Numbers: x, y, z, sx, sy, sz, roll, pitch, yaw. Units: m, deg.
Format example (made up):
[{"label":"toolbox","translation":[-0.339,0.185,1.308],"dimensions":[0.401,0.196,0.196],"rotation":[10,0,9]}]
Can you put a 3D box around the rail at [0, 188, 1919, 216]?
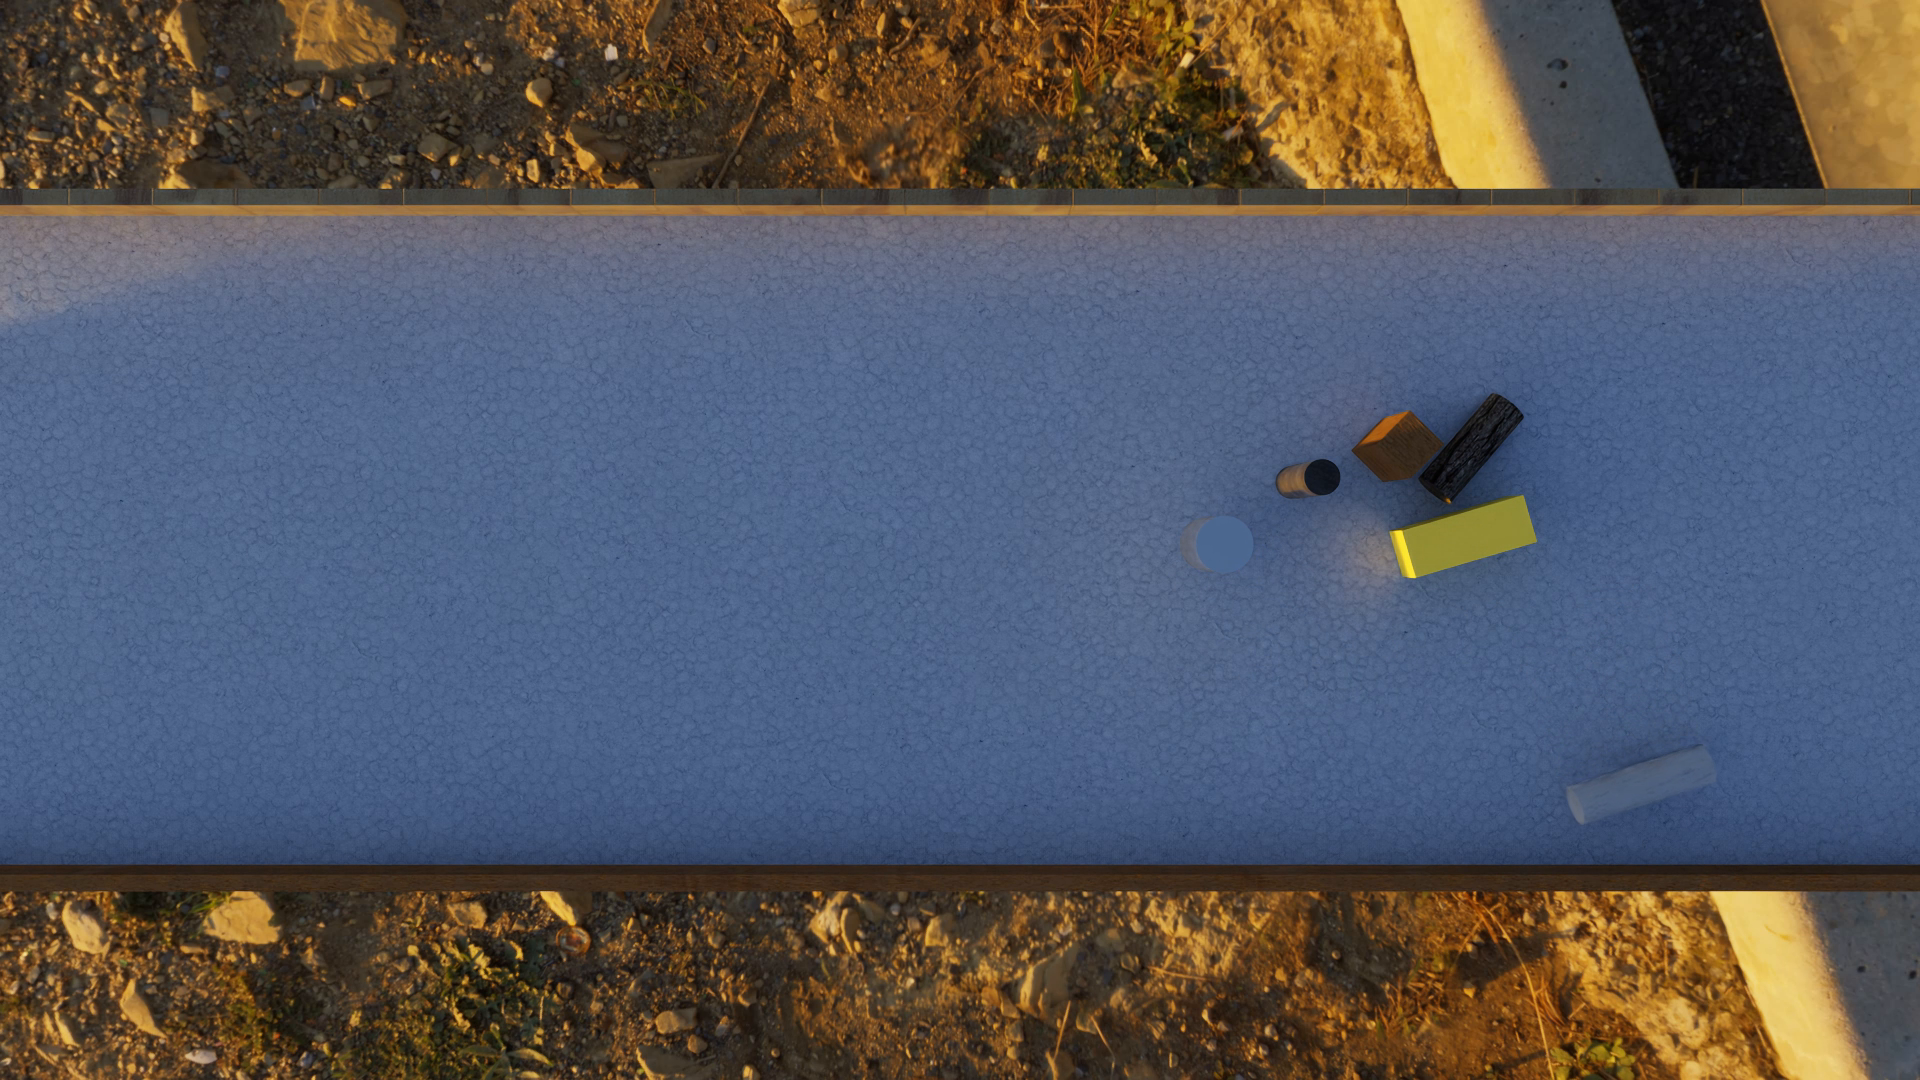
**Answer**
[{"label":"rail","translation":[-2.247,-1.025,5.002],"dimensions":[12.000,0.150,0.050],"rotation":[0,90,0]}]

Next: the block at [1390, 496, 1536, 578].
[{"label":"block","translation":[1.523,-0.011,5.003],"dimensions":[0.379,0.146,0.146],"rotation":[-16,90,0]}]

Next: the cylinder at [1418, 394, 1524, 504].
[{"label":"cylinder","translation":[1.554,-0.279,5.016],"dimensions":[0.122,0.122,0.339],"rotation":[41,90,0]}]

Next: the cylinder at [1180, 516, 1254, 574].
[{"label":"cylinder","translation":[0.758,0.013,4.899],"dimensions":[0.165,0.354,0.165],"rotation":[0,90,0]}]

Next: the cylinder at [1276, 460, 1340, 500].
[{"label":"cylinder","translation":[1.023,-0.177,4.865],"dimensions":[0.103,0.423,0.103],"rotation":[0,90,0]}]

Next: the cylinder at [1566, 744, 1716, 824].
[{"label":"cylinder","translation":[2.071,0.742,5.018],"dimensions":[0.420,0.118,0.118],"rotation":[-18,90,0]}]

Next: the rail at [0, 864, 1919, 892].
[{"label":"rail","translation":[-2.247,1.025,5.001],"dimensions":[12.000,0.150,0.050],"rotation":[0,90,0]}]

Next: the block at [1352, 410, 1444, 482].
[{"label":"block","translation":[1.302,-0.276,4.921],"dimensions":[0.139,0.311,0.139],"rotation":[45,90,0]}]
